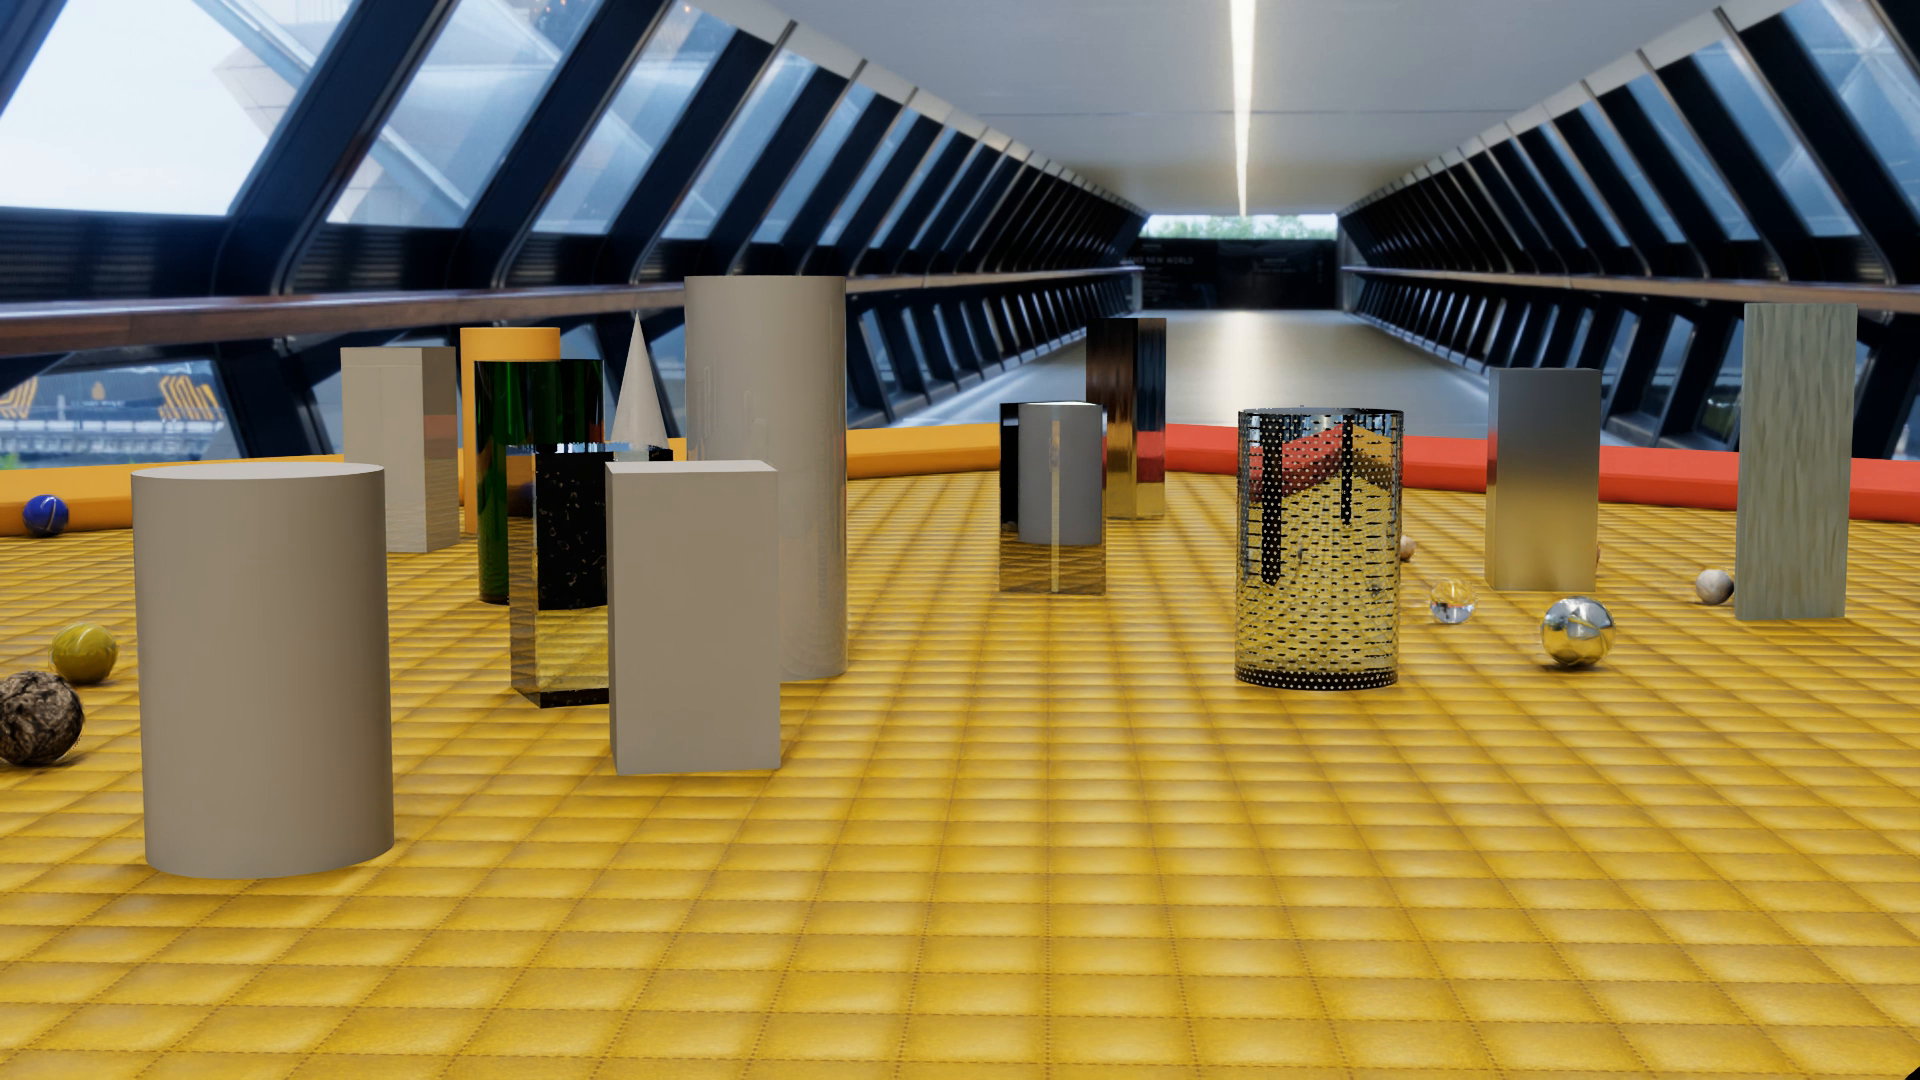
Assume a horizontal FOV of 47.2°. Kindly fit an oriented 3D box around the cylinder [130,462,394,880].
[{"bbox_3d":[-0.571,0.100,1.808,0.197,0.315,0.197,0,6,0],"label":"cylinder"}]

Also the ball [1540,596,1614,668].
[{"bbox_3d":[0.771,0.115,2.746,0.089,0.089,0.089,0,6,0],"label":"ball"}]

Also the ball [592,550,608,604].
[{"bbox_3d":[-0.502,0.054,3.293,0.097,0.097,0.097,0,6,0],"label":"ball"}]

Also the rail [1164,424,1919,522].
[{"bbox_3d":[1.709,-0.130,4.900,0.045,0.128,4.077,-5,8,-42],"label":"rail"}]

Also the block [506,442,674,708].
[{"bbox_3d":[-0.429,0.036,2.555,0.158,0.287,0.158,-3,6,-23],"label":"block"}]

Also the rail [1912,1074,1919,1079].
[{"bbox_3d":[1.366,0.187,1.859,4.698,0.128,0.045,-5,8,-42],"label":"rail"}]

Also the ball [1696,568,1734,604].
[{"bbox_3d":[1.144,0.071,3.333,0.056,0.056,0.056,0,6,0],"label":"ball"}]

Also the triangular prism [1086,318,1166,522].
[{"bbox_3d":[0.383,-0.264,4.743,0.148,0.428,0.171,-4,7,-33],"label":"triangular prism"}]

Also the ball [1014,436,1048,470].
[{"bbox_3d":[0.197,-0.243,6.150,0.094,0.094,0.094,0,6,0],"label":"ball"}]

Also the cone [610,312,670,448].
[{"bbox_3d":[-0.569,-0.183,3.901,0.197,0.443,0.197,0,6,0],"label":"cone"}]

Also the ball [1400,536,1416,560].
[{"bbox_3d":[0.790,0.014,3.928,0.045,0.045,0.045,0,6,0],"label":"ball"}]

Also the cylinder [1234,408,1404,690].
[{"bbox_3d":[0.433,0.006,2.661,0.197,0.324,0.197,0,6,0],"label":"cylinder"}]

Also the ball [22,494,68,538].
[{"bbox_3d":[-1.800,-0.048,4.328,0.084,0.084,0.084,0,6,0],"label":"ball"}]

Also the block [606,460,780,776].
[{"bbox_3d":[-0.268,0.072,2.189,0.158,0.291,0.158,-1,6,-11],"label":"block"}]

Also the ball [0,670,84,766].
[{"bbox_3d":[-0.909,0.175,2.155,0.094,0.094,0.094,0,6,0],"label":"ball"}]

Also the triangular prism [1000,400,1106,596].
[{"bbox_3d":[0.164,-0.071,3.524,0.171,0.298,0.148,2,6,16],"label":"triangular prism"}]

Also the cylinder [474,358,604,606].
[{"bbox_3d":[-0.647,-0.094,3.401,0.197,0.368,0.197,0,6,0],"label":"cylinder"}]

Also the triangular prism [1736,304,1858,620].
[{"bbox_3d":[1.191,-0.120,3.235,0.171,0.455,0.148,-1,6,-12],"label":"triangular prism"}]

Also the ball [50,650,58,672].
[{"bbox_3d":[-1.089,0.144,2.687,0.044,0.044,0.044,0,6,0],"label":"ball"}]

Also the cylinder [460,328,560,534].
[{"bbox_3d":[-0.906,-0.224,4.453,0.197,0.409,0.197,0,6,0],"label":"cylinder"}]

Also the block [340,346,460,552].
[{"bbox_3d":[-1.048,-0.173,4.125,0.158,0.376,0.158,1,6,10],"label":"block"}]

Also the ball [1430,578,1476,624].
[{"bbox_3d":[0.701,0.087,3.132,0.065,0.065,0.065,0,6,0],"label":"ball"}]

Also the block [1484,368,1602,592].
[{"bbox_3d":[0.939,-0.101,3.553,0.158,0.350,0.158,1,6,8],"label":"block"}]

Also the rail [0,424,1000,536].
[{"bbox_3d":[-1.366,-0.121,4.805,4.698,0.128,0.045,-5,8,-42],"label":"rail"}]

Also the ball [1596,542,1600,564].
[{"bbox_3d":[1.036,0.023,3.696,0.076,0.076,0.076,0,6,0],"label":"ball"}]

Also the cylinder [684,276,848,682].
[{"bbox_3d":[-0.238,-0.080,2.711,0.197,0.485,0.197,0,6,0],"label":"cylinder"}]

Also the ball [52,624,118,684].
[{"bbox_3d":[-1.044,0.136,2.624,0.073,0.073,0.073,0,6,0],"label":"ball"}]
